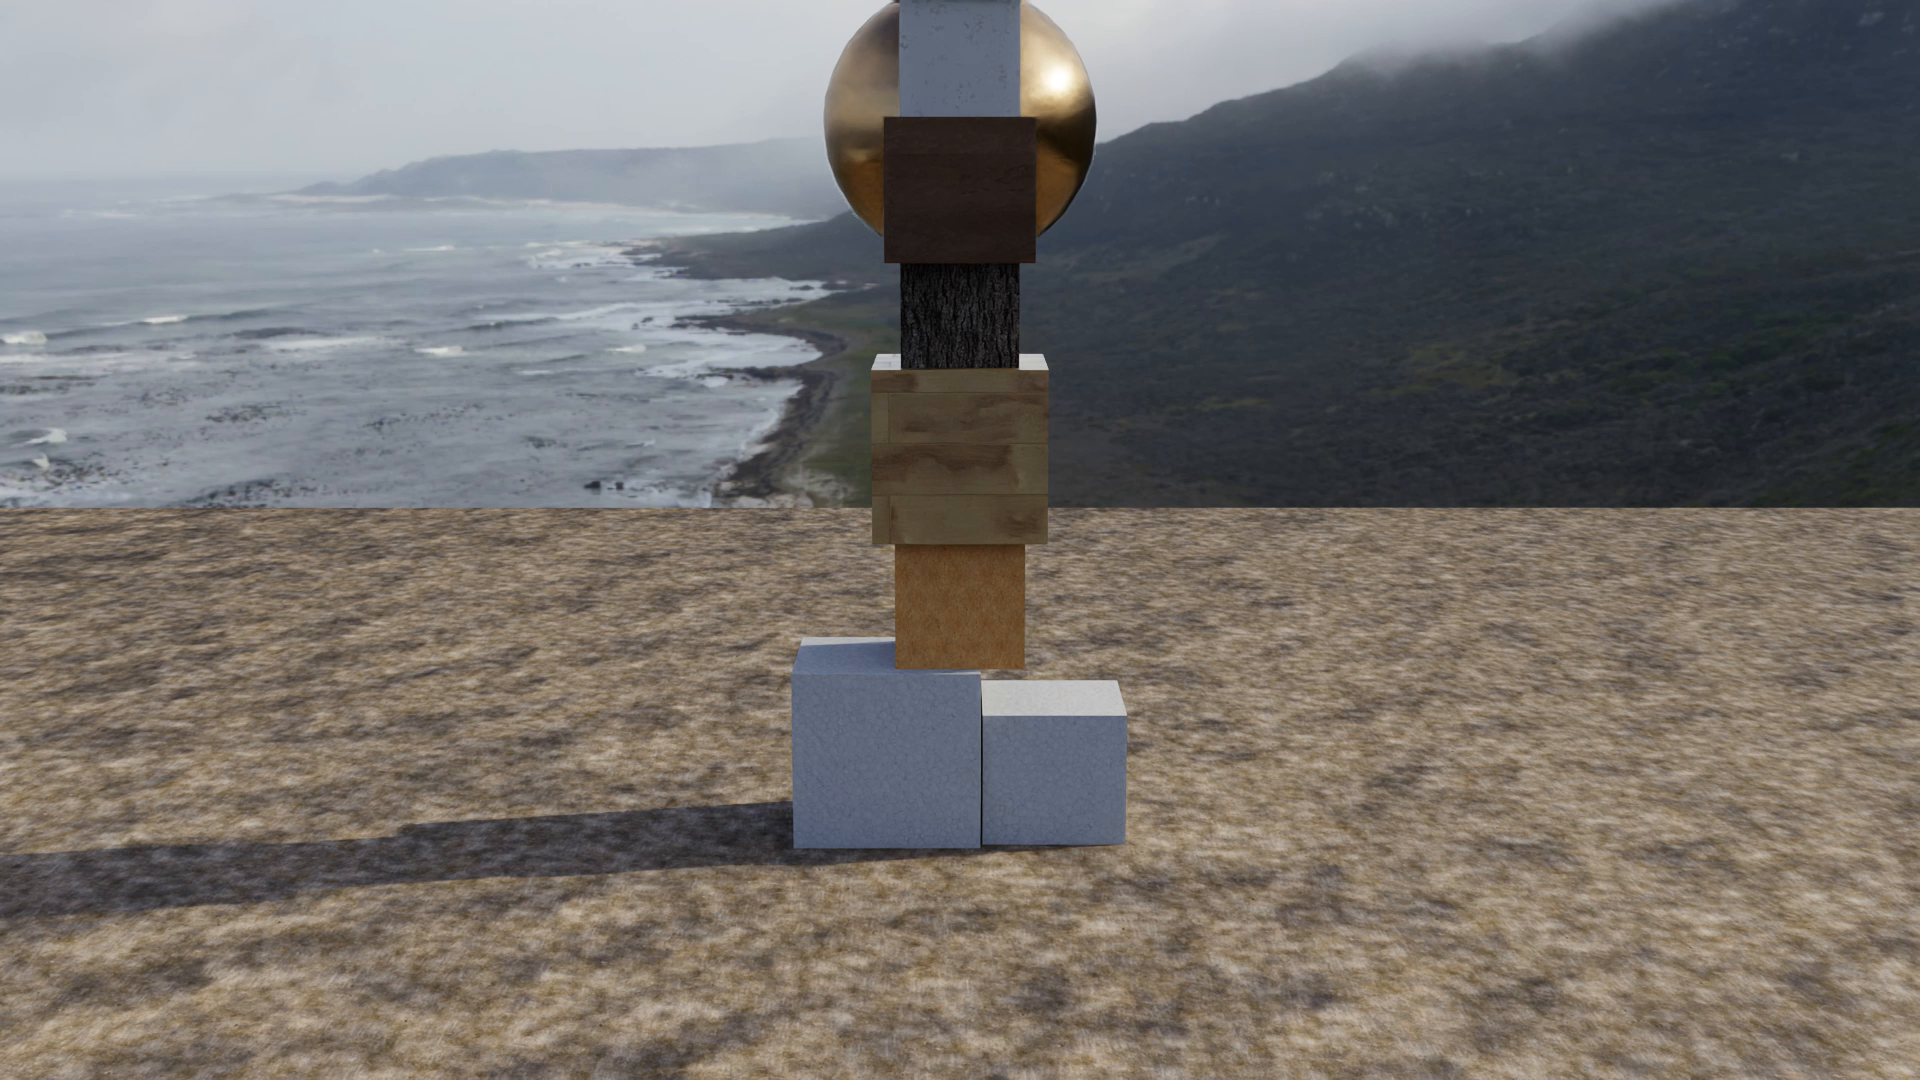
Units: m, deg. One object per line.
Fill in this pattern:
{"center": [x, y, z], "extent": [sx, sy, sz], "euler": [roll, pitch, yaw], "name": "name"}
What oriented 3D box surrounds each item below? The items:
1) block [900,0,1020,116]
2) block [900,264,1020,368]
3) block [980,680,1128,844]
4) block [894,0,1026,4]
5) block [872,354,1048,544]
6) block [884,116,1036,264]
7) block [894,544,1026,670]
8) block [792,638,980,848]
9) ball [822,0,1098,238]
{"center": [0.000, -2.350, 10.742], "extent": [0.577, 0.563, 0.488], "euler": [0, 10, 0], "name": "block"}
{"center": [0.000, -1.143, 10.957], "extent": [0.578, 0.512, 0.571], "euler": [0, 10, 0], "name": "block"}
{"center": [0.474, 1.142, 11.407], "extent": [0.723, 0.671, 0.727], "euler": [0, 10, 0], "name": "block"}
{"center": [0.000, -2.931, 10.653], "extent": [0.643, 0.612, 0.621], "euler": [0, 10, 0], "name": "block"}
{"center": [0.000, -0.472, 11.093], "extent": [0.859, 0.856, 0.813], "euler": [0, 10, 0], "name": "block"}
{"center": [0.000, -1.738, 10.871], "extent": [0.724, 0.689, 0.835], "euler": [0, 10, 0], "name": "block"}
{"center": [0.000, 0.268, 11.243], "extent": [0.645, 0.654, 0.634], "euler": [0, 10, 0], "name": "block"}
{"center": [-0.367, 1.033, 11.373], "extent": [0.938, 0.898, 0.823], "euler": [0, 10, 0], "name": "block"}
{"center": [0.000, -2.430, 12.847], "extent": [1.600, 1.600, 1.600], "euler": [0, 10, 0], "name": "ball"}
